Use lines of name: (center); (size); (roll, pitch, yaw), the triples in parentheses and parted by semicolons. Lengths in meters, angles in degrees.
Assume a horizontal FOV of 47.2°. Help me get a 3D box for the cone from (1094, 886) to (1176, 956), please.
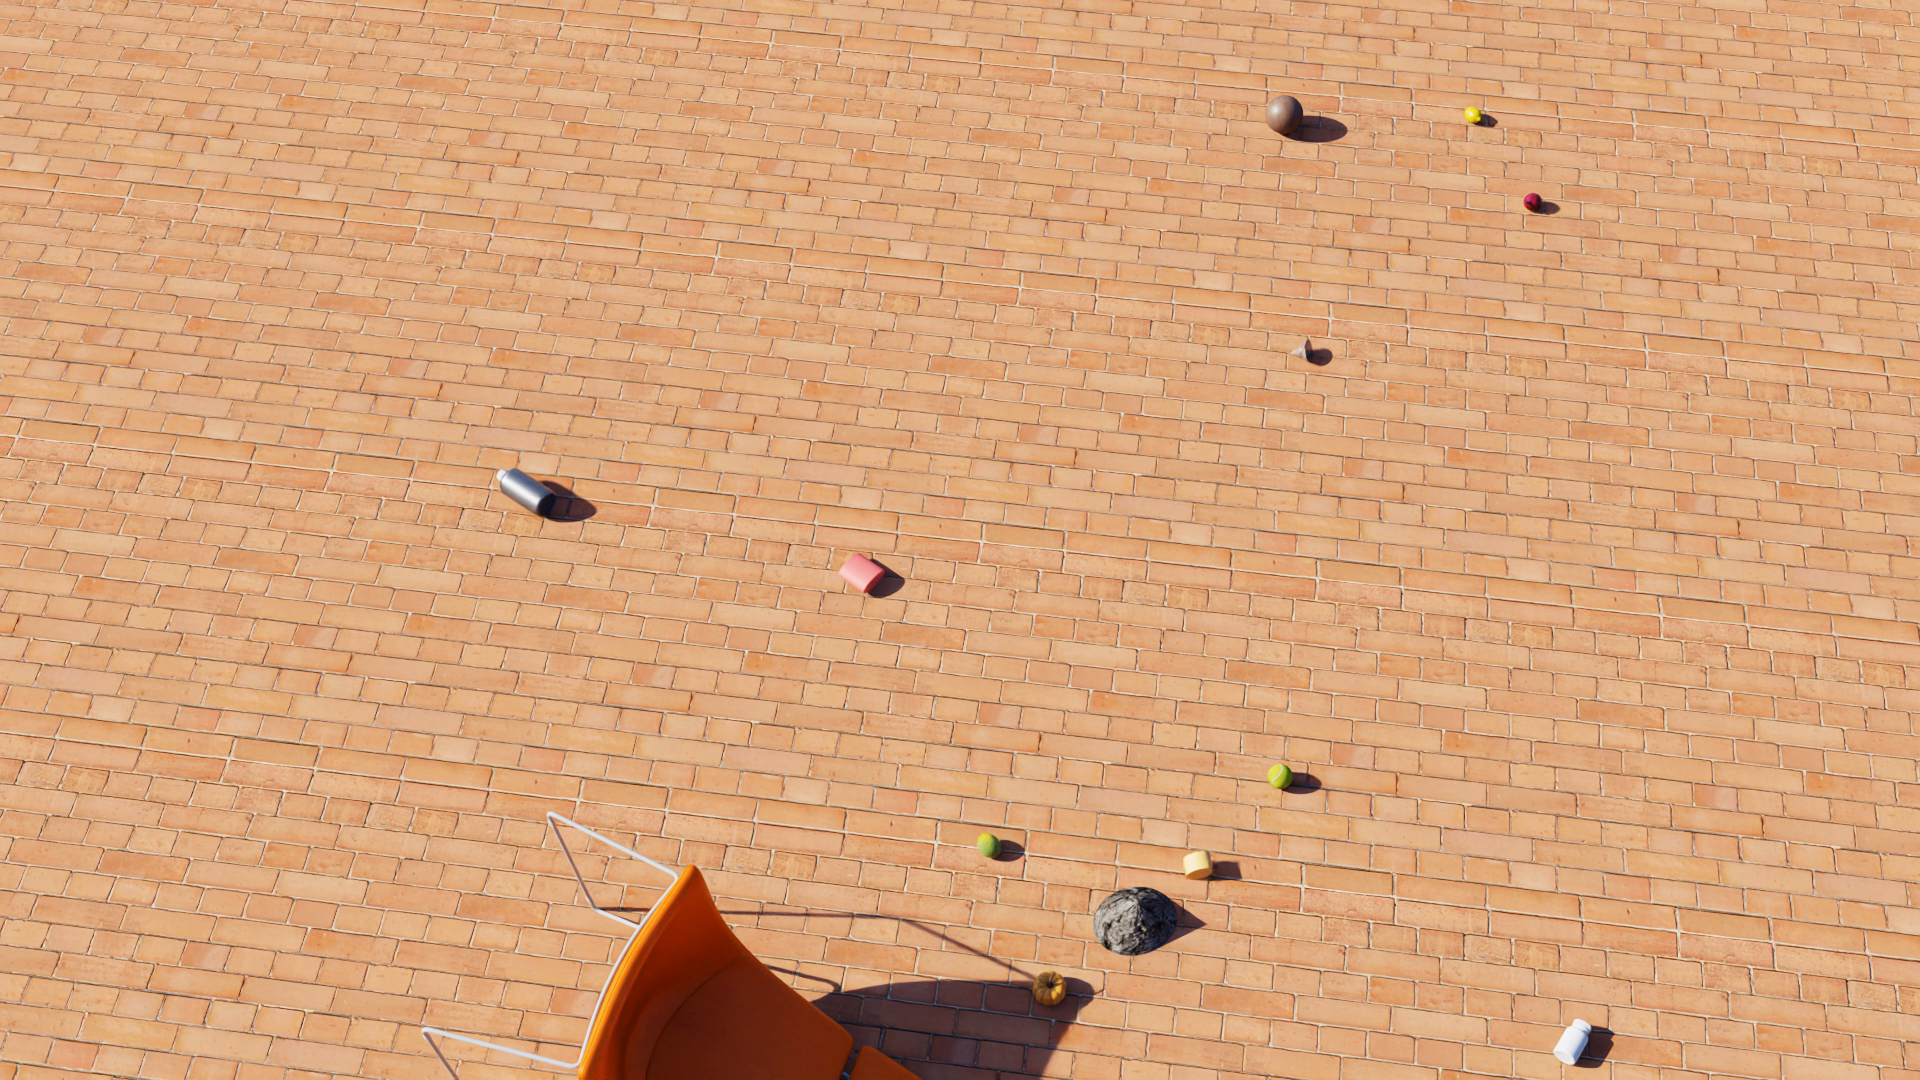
cone: (0.469, 0.987, 5.839); (0.232, 0.121, 0.194); (-19, 58, -13)

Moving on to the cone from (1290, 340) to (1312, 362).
cone: (1.072, -0.594, 6.955); (0.065, 0.066, 0.076); (-6, 45, 31)

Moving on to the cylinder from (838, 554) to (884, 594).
cylinder: (-0.290, 0.098, 6.478); (0.097, 0.051, 0.099); (34, 60, 20)

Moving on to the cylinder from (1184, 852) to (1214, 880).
cylinder: (0.645, 0.879, 5.946); (0.074, 0.060, 0.050); (-21, 54, 19)
